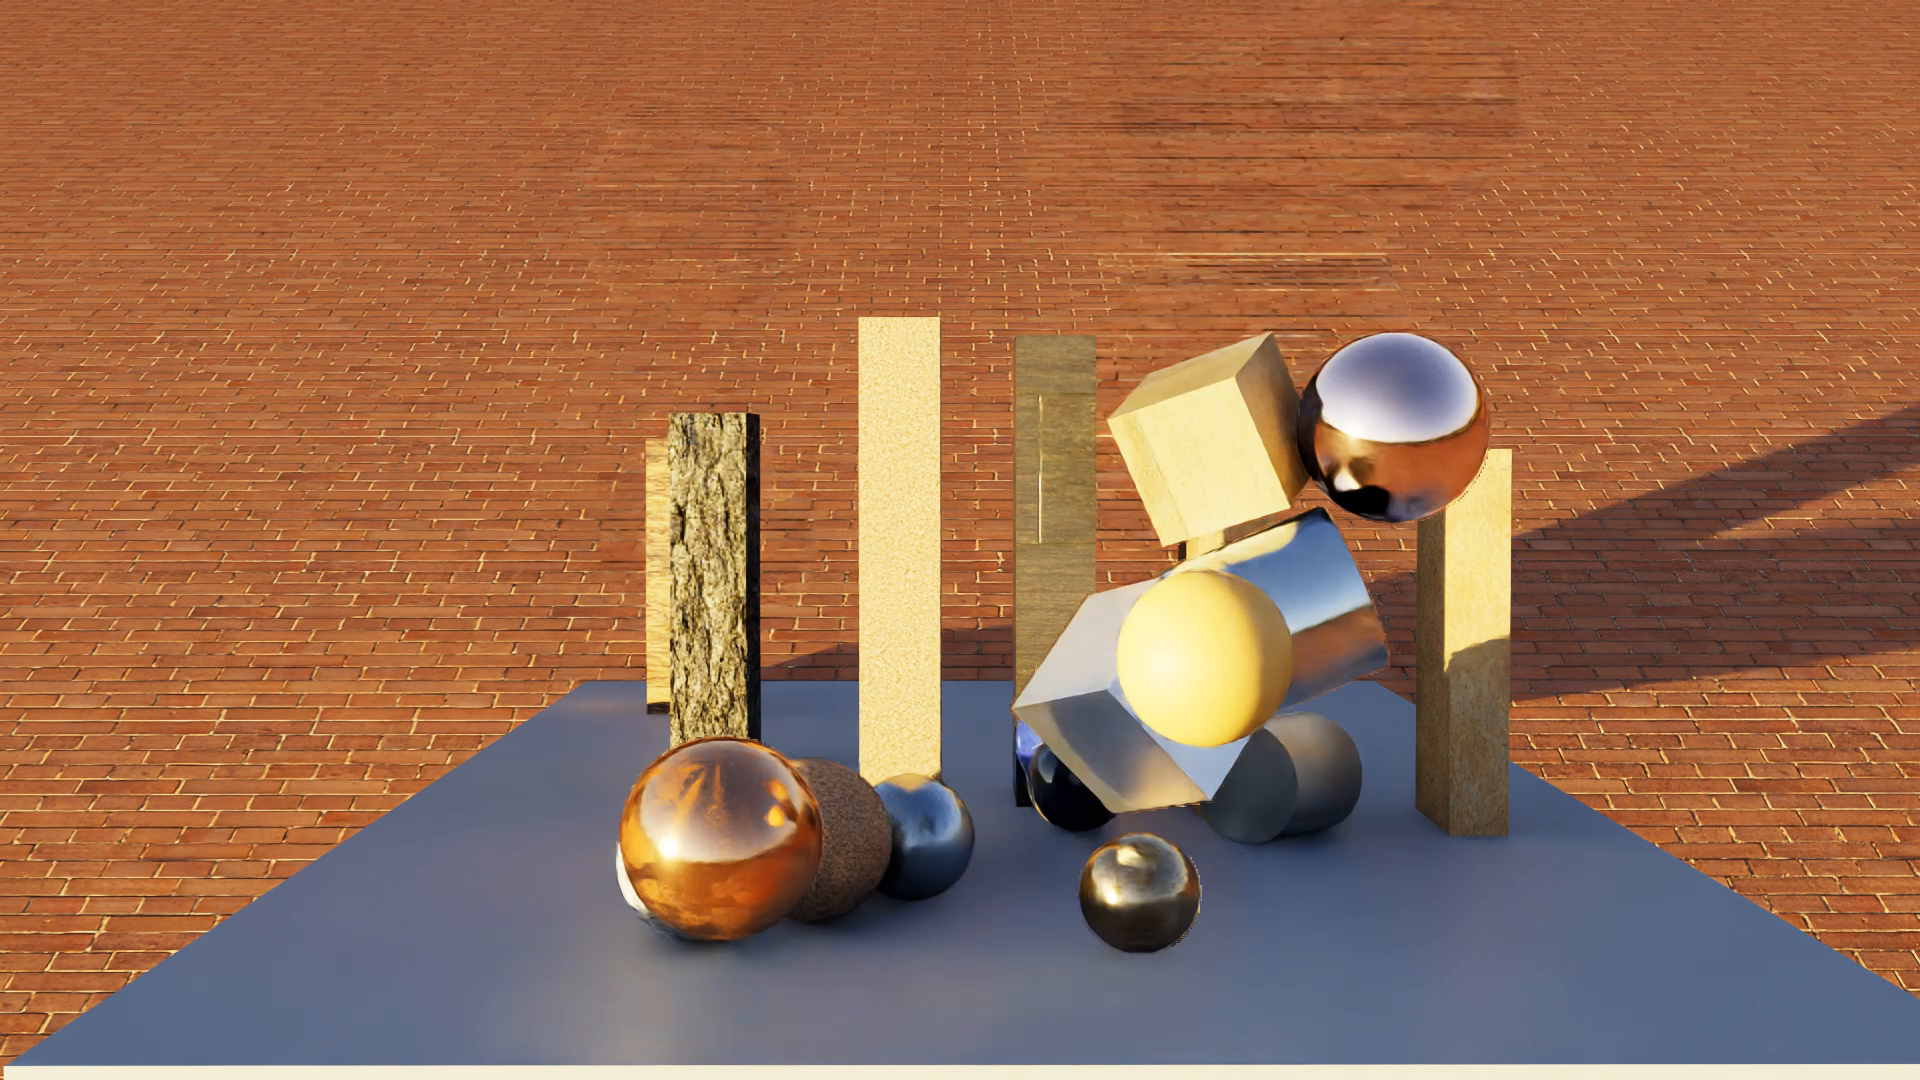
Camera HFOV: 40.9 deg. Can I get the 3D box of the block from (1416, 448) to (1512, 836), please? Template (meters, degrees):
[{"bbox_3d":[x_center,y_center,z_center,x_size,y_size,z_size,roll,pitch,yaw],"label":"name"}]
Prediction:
[{"bbox_3d":[0.806,0.154,4.140,0.091,0.600,0.298,0,2,0],"label":"block"}]

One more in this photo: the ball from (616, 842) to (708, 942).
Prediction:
[{"bbox_3d":[-0.322,0.393,3.147,0.195,0.195,0.195,0,23,0],"label":"ball"}]

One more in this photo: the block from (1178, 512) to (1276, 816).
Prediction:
[{"bbox_3d":[0.450,0.098,4.382,0.125,0.692,0.375,0,2,0],"label":"block"}]

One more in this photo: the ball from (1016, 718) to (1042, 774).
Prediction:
[{"bbox_3d":[0.180,0.331,4.218,0.178,0.178,0.178,0,23,0],"label":"ball"}]

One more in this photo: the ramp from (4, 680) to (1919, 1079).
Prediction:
[{"bbox_3d":[0.054,0.488,4.541,2.000,0.100,4.000,0,2,0],"label":"ramp"}]

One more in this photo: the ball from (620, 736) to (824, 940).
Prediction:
[{"bbox_3d":[-0.244,0.305,2.637,0.208,0.208,0.208,0,23,0],"label":"ball"}]

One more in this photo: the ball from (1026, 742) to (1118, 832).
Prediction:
[{"bbox_3d":[0.186,0.377,4.048,0.162,0.162,0.162,0,23,0],"label":"ball"}]

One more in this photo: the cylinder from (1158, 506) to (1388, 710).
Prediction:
[{"bbox_3d":[0.321,0.081,2.647,0.178,0.178,0.178,-23,25,1],"label":"cylinder"}]

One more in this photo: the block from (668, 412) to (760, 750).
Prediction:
[{"bbox_3d":[-0.452,0.097,4.786,0.139,0.663,0.320,0,2,0],"label":"block"}]

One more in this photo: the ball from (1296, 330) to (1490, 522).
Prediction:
[{"bbox_3d":[0.443,-0.116,2.639,0.197,0.197,0.197,0,23,0],"label":"ball"}]

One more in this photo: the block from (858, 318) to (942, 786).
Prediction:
[{"bbox_3d":[-0.083,0.082,3.666,0.110,0.782,0.306,0,2,0],"label":"block"}]

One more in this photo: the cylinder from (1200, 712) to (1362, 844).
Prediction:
[{"bbox_3d":[0.493,0.367,3.981,0.186,0.186,0.186,19,14,38],"label":"cylinder"}]

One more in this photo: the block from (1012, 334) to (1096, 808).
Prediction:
[{"bbox_3d":[0.160,0.048,4.421,0.132,0.789,0.251,0,2,0],"label":"block"}]

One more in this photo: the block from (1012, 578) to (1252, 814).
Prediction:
[{"bbox_3d":[0.220,0.181,3.014,0.186,0.186,0.186,-17,32,55],"label":"block"}]

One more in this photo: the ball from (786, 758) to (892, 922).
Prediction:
[{"bbox_3d":[-0.190,0.384,3.299,0.208,0.208,0.208,0,23,0],"label":"ball"}]

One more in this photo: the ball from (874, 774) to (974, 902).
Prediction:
[{"bbox_3d":[-0.066,0.397,3.441,0.170,0.170,0.170,0,23,0],"label":"ball"}]

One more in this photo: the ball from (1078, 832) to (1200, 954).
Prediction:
[{"bbox_3d":[0.215,0.424,3.092,0.145,0.145,0.145,0,23,0],"label":"ball"}]

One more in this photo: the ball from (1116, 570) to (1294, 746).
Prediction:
[{"bbox_3d":[0.235,0.113,2.470,0.170,0.170,0.170,0,23,0],"label":"ball"}]

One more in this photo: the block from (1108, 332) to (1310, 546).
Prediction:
[{"bbox_3d":[0.272,-0.107,2.716,0.149,0.149,0.149,-18,15,28],"label":"block"}]

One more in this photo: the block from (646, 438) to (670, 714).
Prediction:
[{"bbox_3d":[-0.655,0.075,5.911,0.091,0.618,0.325,0,2,0],"label":"block"}]
